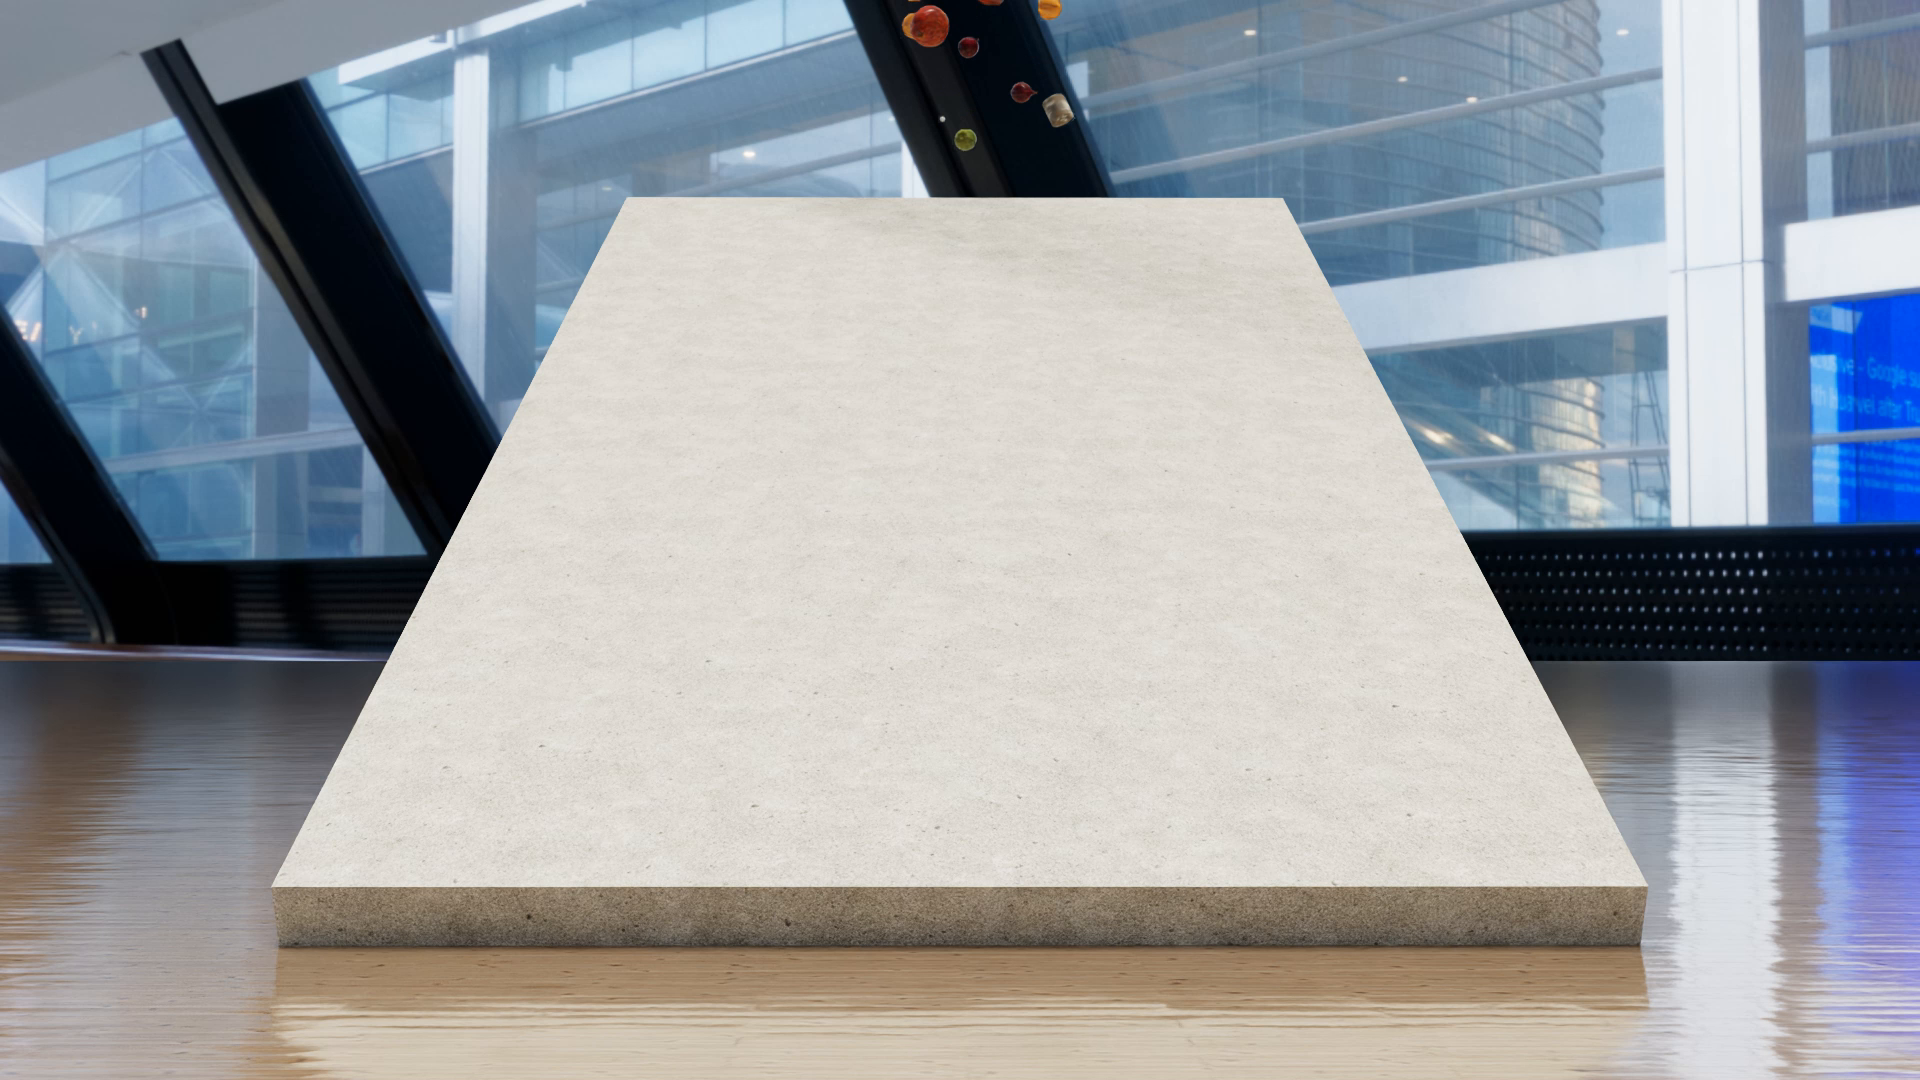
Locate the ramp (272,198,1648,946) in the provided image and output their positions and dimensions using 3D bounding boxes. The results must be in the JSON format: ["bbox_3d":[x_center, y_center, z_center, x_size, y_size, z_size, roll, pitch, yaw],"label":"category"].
[{"bbox_3d":[-0.007,-0.224,5.215,2.000,0.100,4.000,0,23,0],"label":"ramp"}]

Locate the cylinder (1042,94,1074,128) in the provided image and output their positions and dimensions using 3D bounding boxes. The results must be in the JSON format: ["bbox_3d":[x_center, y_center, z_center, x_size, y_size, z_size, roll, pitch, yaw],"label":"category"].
[{"bbox_3d":[0.288,-1.266,6.797,0.070,0.070,0.070,-22,-16,-7],"label":"cylinder"}]
